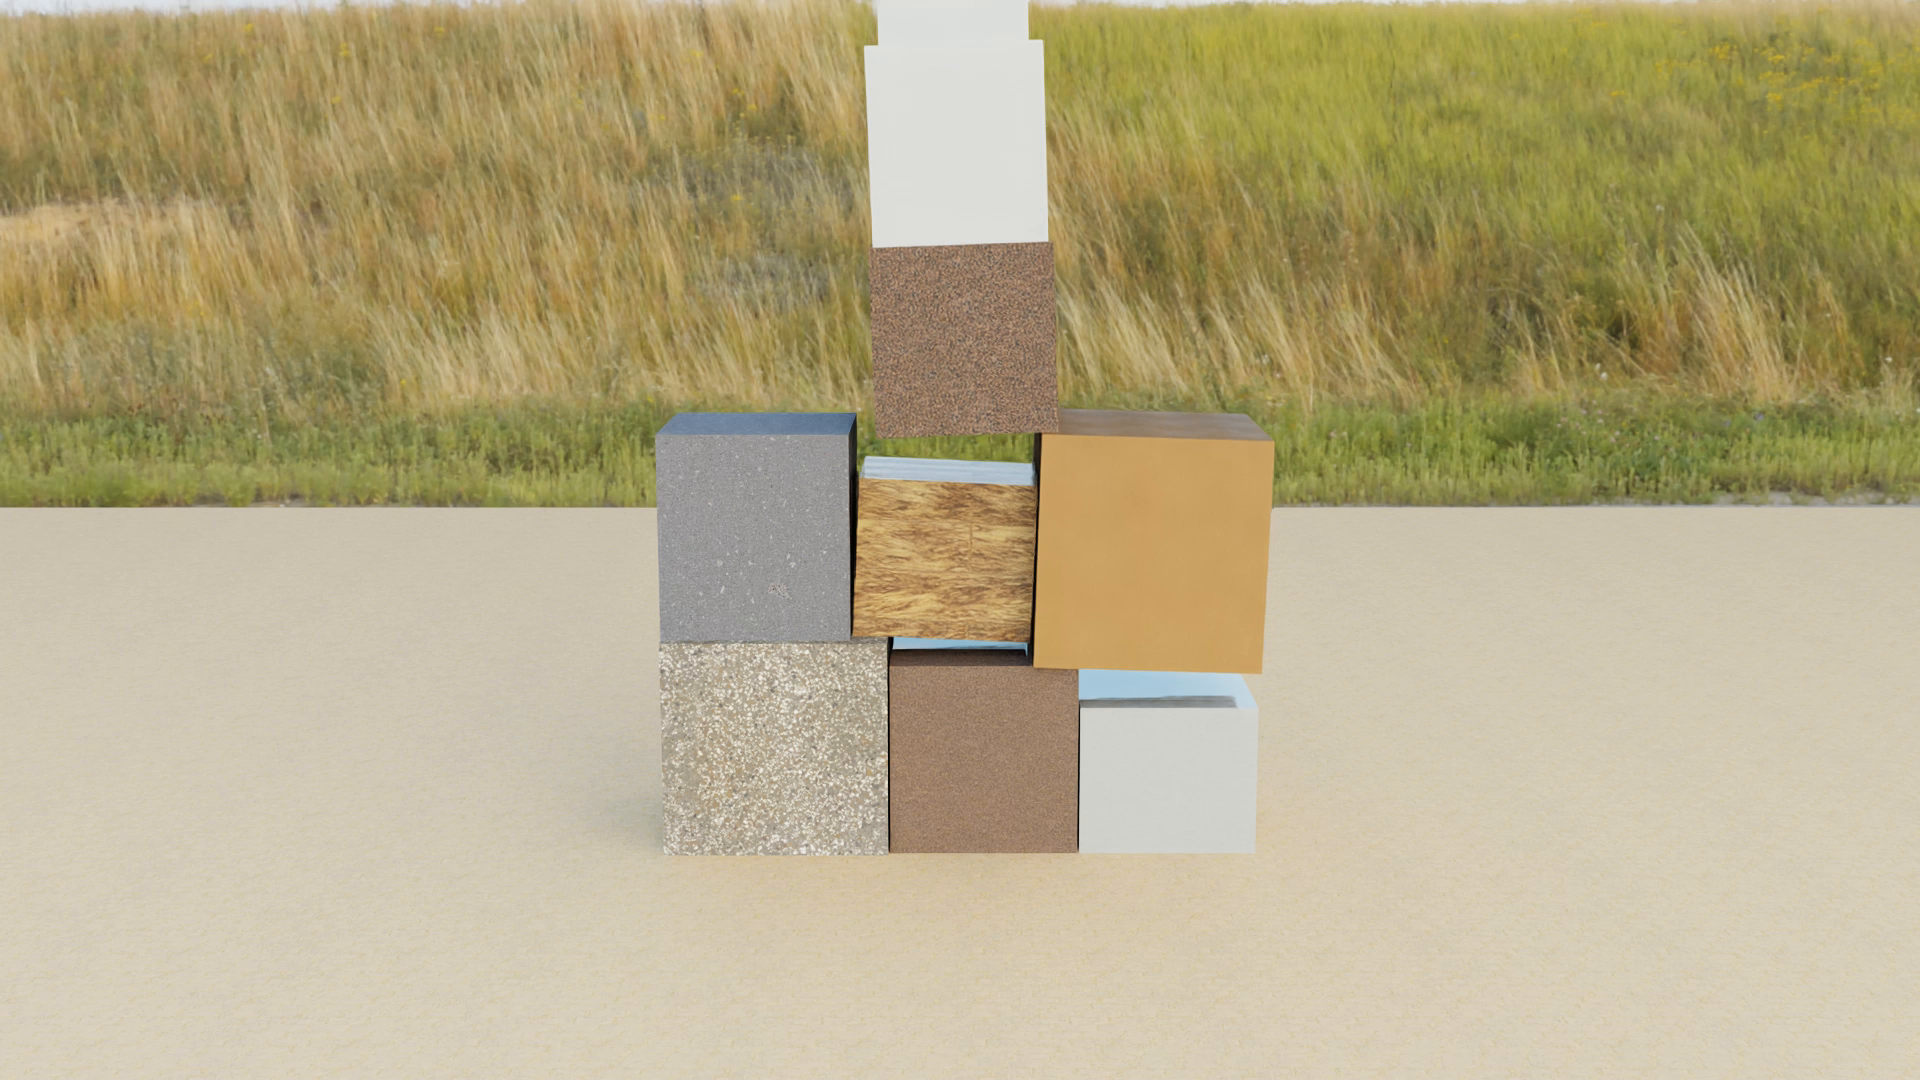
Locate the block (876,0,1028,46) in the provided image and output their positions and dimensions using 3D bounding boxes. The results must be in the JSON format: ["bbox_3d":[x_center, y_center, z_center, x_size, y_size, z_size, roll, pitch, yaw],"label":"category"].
[{"bbox_3d":[-0.040,-2.705,10.690,0.711,0.600,0.698,-2,10,0],"label":"block"}]

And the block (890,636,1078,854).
[{"bbox_3d":[0.119,1.002,11.372,0.931,0.959,0.996,0,10,0],"label":"block"}]

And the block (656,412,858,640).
[{"bbox_3d":[-1.008,-0.086,11.165,0.935,1.019,0.884,0,10,0],"label":"block"}]

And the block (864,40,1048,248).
[{"bbox_3d":[-0.014,-1.946,10.813,0.838,0.938,0.829,-2,10,0],"label":"block"}]

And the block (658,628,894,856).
[{"bbox_3d":[-0.914,0.942,11.370,1.115,1.078,1.080,0,10,0],"label":"block"}]

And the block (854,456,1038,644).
[{"bbox_3d":[-0.073,0.036,11.204,0.878,0.790,0.750,3,10,0],"label":"block"}]

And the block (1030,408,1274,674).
[{"bbox_3d":[0.934,-0.020,11.165,1.117,1.148,1.069,2,10,0],"label":"block"}]

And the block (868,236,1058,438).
[{"bbox_3d":[0.019,-1.037,10.979,0.882,0.912,0.927,-2,10,0],"label":"block"}]

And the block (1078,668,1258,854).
[{"bbox_3d":[1.033,1.111,11.371,0.878,0.745,0.945,0,10,0],"label":"block"}]
